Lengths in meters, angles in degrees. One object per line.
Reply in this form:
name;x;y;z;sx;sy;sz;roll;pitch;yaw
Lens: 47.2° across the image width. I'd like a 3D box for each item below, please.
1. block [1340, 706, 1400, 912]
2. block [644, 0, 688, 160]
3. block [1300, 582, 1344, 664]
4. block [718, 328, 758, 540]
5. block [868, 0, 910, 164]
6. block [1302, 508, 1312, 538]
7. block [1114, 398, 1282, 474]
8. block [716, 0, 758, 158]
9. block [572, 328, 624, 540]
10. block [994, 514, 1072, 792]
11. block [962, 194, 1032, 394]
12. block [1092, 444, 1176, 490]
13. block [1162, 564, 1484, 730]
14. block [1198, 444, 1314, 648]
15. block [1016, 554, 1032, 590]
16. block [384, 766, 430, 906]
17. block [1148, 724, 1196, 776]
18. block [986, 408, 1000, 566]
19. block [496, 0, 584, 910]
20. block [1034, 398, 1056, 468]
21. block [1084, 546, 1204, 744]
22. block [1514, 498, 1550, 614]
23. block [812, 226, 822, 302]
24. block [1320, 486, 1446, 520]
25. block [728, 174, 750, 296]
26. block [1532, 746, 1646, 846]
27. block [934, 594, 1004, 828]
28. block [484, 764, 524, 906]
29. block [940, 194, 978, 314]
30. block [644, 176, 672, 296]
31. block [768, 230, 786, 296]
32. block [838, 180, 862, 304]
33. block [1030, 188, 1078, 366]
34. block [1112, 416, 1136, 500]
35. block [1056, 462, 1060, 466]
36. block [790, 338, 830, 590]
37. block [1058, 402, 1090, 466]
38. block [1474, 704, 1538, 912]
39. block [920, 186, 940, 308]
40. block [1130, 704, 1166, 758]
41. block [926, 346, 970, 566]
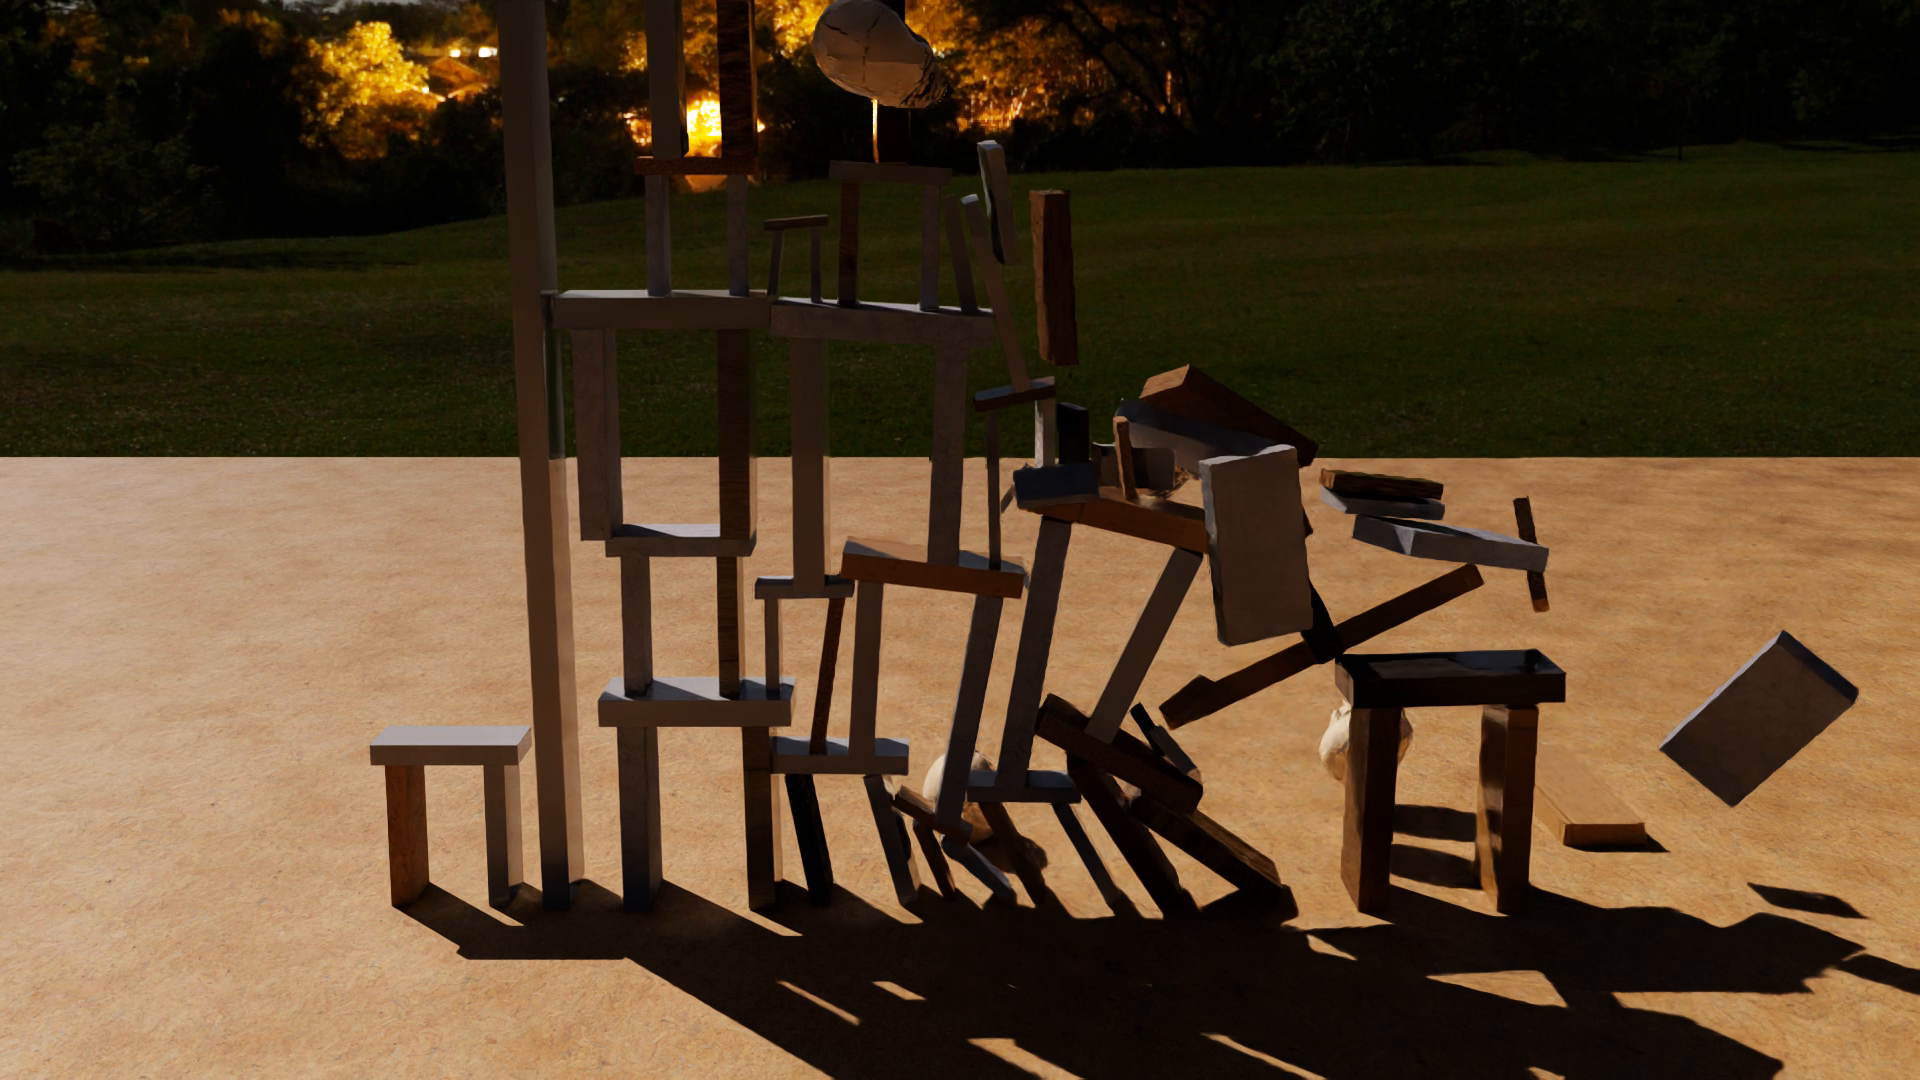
block;0.677;0.422;3.637;0.048;0.340;0.170;2;10;0
block;-0.456;-0.755;3.408;0.044;0.312;0.156;-2;14;-2
block;0.517;0.044;3.548;0.043;0.307;0.153;-30;29;12
block;-0.356;-0.180;3.527;0.047;0.334;0.167;0;11;-1
block;-0.113;-0.769;3.443;0.048;0.354;0.170;-2;9;-4
block;0.503;-0.062;3.506;0.140;0.019;0.067;36;24;-26
block;0.392;-0.150;3.564;0.272;0.037;0.131;18;-19;19
block;-0.345;-0.765;3.405;0.048;0.340;0.170;-1;11;-2
block;-0.579;-0.178;3.519;0.047;0.334;0.167;-1;11;-2
block;0.122;0.173;3.581;0.047;0.445;0.167;10;11;3
block;0.057;-0.387;3.451;0.026;0.307;0.091;-16;15;3
block;0.279;-0.118;3.548;0.134;0.067;0.019;4;12;14
block;0.616;0.178;3.723;0.584;0.043;0.153;-22;-6;-22
block;0.458;0.008;3.390;0.145;0.290;0.041;-12;15;-15
block;0.118;0.075;3.714;0.014;0.097;0.049;-26;26;6
block;-0.916;0.472;3.647;0.034;0.239;0.120;0;11;0
block;0.342;0.339;3.544;0.091;0.013;0.045;50;17;13
block;0.054;-0.089;3.541;0.018;0.251;0.065;-1;10;1
block;-0.662;-0.153;3.486;0.044;1.522;0.156;0;14;-1
block;0.136;-0.169;3.521;0.018;0.131;0.065;-4;16;-9
block;0.299;0.157;3.556;0.047;0.334;0.167;26;10;3
block;1.032;0.028;3.971;0.027;0.190;0.095;-11;-19;15
block;-0.228;-0.438;3.485;0.014;0.118;0.050;0;12;-2
block;0.731;-0.064;3.805;0.190;0.027;0.095;4;13;-19
block;-0.350;-0.483;3.473;0.026;0.186;0.093;0;11;-2
block;1.141;0.478;4.161;0.145;0.041;0.507;0;11;-1
block;0.015;0.264;3.606;0.041;0.386;0.145;11;10;-1
block;-0.756;0.472;3.647;0.034;0.239;0.120;0;11;0
block;-0.001;-0.453;3.474;0.026;0.182;0.091;-11;10;2
block;-0.475;-0.482;3.466;0.026;0.186;0.093;0;11;-1
block;-0.291;-0.440;3.477;0.014;0.101;0.050;7;11;-3
block;-0.173;-0.470;3.476;0.027;0.190;0.095;2;8;1
block;0.146;-0.410;3.425;0.037;0.263;0.131;-5;12;-7
block;0.262;-0.131;3.505;0.018;0.125;0.063;-8;10;-2
block;0.185;-0.108;3.625;0.049;0.014;0.097;6;-13;36
block;-0.239;-0.131;3.531;0.049;0.398;0.173;0;10;0
block;0.182;-0.153;3.518;0.018;0.125;0.063;-13;19;-29
block;0.901;0.423;3.636;0.048;0.340;0.170;1;11;0
block;-0.047;-0.464;3.481;0.027;0.190;0.095;1;7;0
block;0.309;0.310;3.579;0.013;0.091;0.045;-33;-4;15
block;-0.018;-0.145;3.528;0.049;0.346;0.173;3;10;0
